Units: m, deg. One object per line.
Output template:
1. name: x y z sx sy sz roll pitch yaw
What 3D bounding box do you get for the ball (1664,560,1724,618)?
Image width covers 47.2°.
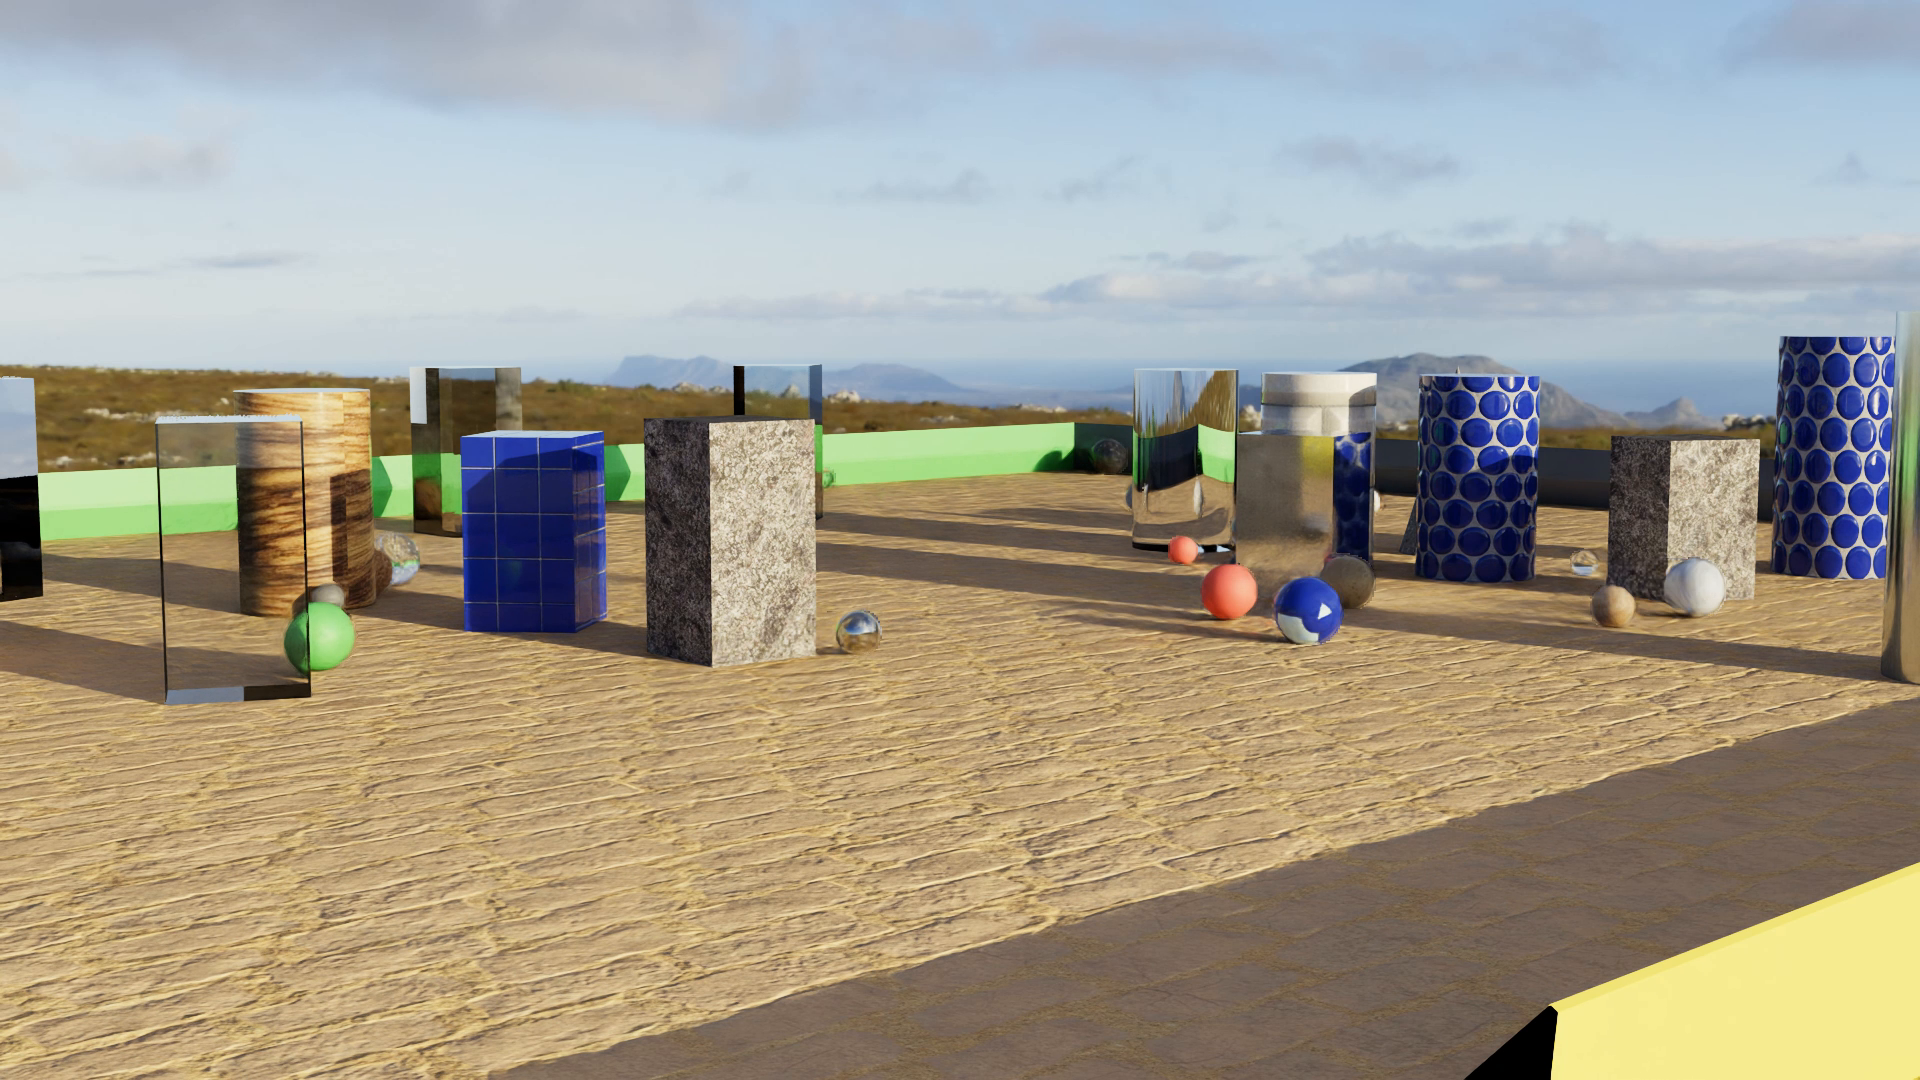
1. ball: 1.068 0.070 3.198 0.085 0.085 0.085 0 6 0

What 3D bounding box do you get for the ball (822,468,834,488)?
1. ball: -0.341 -0.155 5.530 0.049 0.049 0.049 0 6 0

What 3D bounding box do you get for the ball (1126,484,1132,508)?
1. ball: 0.402 -0.095 4.838 0.074 0.074 0.074 0 6 0

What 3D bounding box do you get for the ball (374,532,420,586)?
1. ball: -0.920 0.031 3.569 0.086 0.086 0.086 0 6 0

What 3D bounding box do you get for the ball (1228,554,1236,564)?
1. ball: 0.467 0.044 3.624 0.048 0.048 0.048 0 6 0

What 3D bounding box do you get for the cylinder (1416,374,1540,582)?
1. cylinder: 0.869 -0.108 3.693 0.198 0.337 0.198 0 6 0

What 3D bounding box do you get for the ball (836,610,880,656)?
1. ball: -0.133 0.120 2.851 0.057 0.057 0.057 0 6 0

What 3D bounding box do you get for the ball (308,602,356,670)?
1. ball: -0.795 0.119 2.727 0.085 0.085 0.085 0 6 0

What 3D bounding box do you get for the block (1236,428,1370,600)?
1. block: 0.538 -0.041 3.444 0.158 0.255 0.158 4 7 31

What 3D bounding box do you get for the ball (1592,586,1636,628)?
1. ball: 0.920 0.094 3.097 0.060 0.060 0.060 0 6 0

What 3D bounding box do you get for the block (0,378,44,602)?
1. block: -1.539 -0.077 3.383 0.158 0.340 0.158 3 7 25

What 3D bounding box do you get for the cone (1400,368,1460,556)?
1. cone: 0.911 -0.149 4.043 0.198 0.345 0.198 0 6 0

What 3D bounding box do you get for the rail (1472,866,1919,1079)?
1. rail: 1.274 0.177 1.958 4.385 0.129 0.045 -5 8 -42

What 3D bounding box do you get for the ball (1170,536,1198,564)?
1. ball: 0.392 0.019 3.864 0.050 0.050 0.050 0 6 0

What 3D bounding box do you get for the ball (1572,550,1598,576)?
1. ball: 1.050 0.039 3.697 0.043 0.043 0.043 0 6 0

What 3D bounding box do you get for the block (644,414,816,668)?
1. block: -0.298 -0.004 2.846 0.158 0.306 0.158 -5 8 -39

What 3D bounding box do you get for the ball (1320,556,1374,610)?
1. ball: 0.577 0.064 3.283 0.081 0.081 0.081 0 6 0

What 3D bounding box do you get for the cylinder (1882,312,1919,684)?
1. cylinder: 1.228 -0.053 2.654 0.198 0.444 0.198 0 6 0

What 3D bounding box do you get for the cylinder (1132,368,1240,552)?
1. cylinder: 0.424 -0.153 4.139 0.198 0.335 0.198 0 6 0

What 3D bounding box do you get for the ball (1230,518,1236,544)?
1. ball: 0.540 -0.017 4.080 0.075 0.075 0.075 0 6 0

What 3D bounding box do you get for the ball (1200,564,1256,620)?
1. ball: 0.388 0.075 3.174 0.081 0.081 0.081 0 6 0

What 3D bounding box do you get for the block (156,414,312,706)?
1. block: -0.849 0.018 2.571 0.158 0.319 0.158 -2 6 -18

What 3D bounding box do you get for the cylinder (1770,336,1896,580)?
1. cylinder: 1.489 -0.145 3.736 0.198 0.401 0.198 0 6 0

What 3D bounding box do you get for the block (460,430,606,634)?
1. block: -0.602 -0.015 3.118 0.158 0.271 0.158 1 6 7

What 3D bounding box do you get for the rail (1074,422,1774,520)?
1. rail: 1.594 -0.119 4.795 0.045 0.129 3.806 -5 8 -42

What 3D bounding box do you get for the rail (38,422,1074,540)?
1. rail: -1.274 -0.110 4.705 4.385 0.129 0.045 -5 8 -42

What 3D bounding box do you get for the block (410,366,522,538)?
1. block: -0.988 -0.180 4.410 0.158 0.332 0.158 -6 8 -44

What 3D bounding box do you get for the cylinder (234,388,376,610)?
1. cylinder: -0.989 -0.063 3.324 0.198 0.325 0.198 0 6 0

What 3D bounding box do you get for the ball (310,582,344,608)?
1. ball: -0.927 0.087 3.220 0.048 0.048 0.048 0 6 0

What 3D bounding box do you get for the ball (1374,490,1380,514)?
1. ball: 0.869 -0.081 4.733 0.068 0.068 0.068 0 6 0

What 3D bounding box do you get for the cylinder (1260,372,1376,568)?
1. cylinder: 0.622 -0.122 3.832 0.198 0.337 0.198 0 6 0

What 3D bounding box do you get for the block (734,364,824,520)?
1. block: -0.384 -0.206 4.667 0.158 0.330 0.158 1 6 7

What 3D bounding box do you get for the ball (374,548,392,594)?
1. ball: -0.930 0.049 3.460 0.072 0.072 0.072 0 6 0

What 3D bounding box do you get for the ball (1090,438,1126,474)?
1. ball: 0.403 -0.227 5.977 0.099 0.099 0.099 0 6 0

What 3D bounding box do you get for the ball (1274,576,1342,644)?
1. ball: 0.465 0.094 2.943 0.091 0.091 0.091 0 6 0

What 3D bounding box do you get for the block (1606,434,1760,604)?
1. block: 1.130 -0.037 3.444 0.158 0.248 0.158 -2 6 -17
